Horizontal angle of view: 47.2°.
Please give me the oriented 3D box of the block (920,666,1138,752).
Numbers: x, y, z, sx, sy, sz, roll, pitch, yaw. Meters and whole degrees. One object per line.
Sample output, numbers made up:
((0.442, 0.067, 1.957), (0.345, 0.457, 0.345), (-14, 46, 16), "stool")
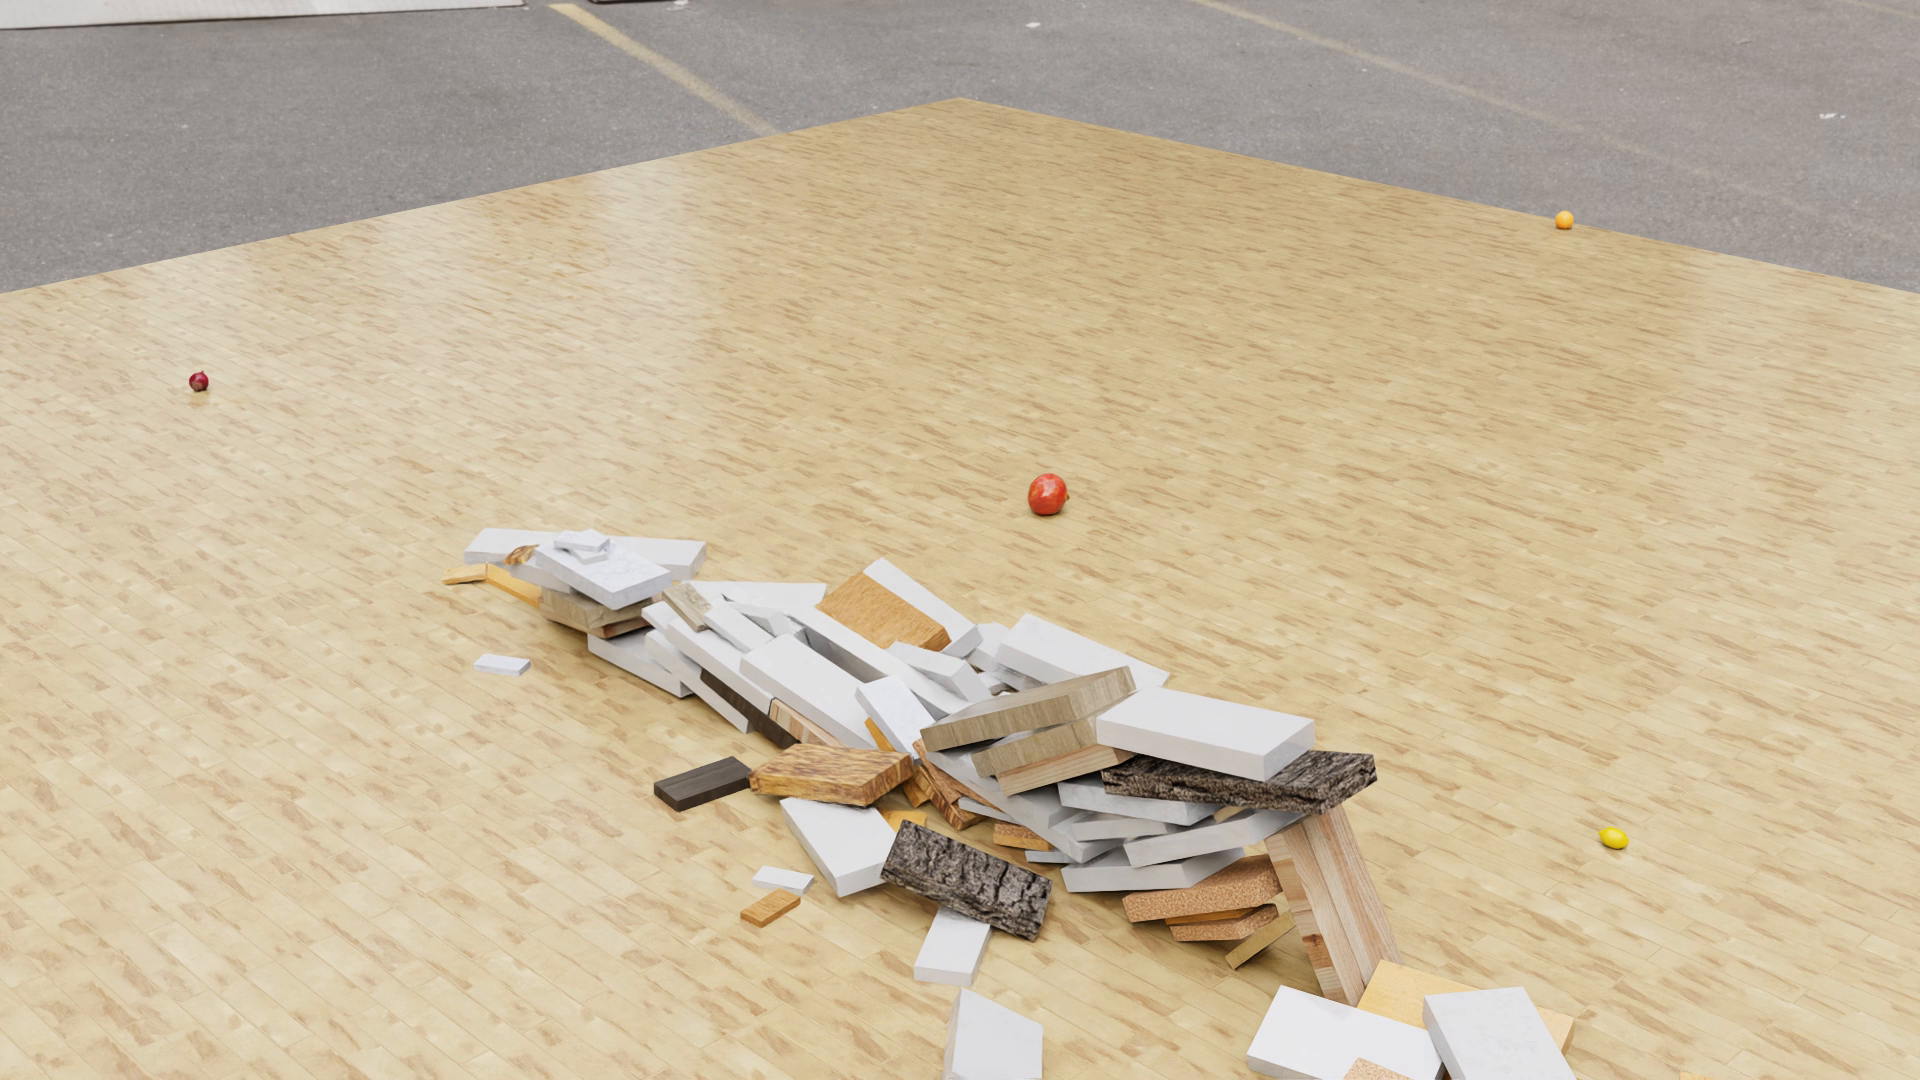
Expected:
((0.126, 0.328, 4.241), (0.171, 0.049, 0.444), (-22, 2, -41), "block")

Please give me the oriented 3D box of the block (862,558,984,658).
((-0.136, 0.188, 5.132), (0.178, 0.050, 0.418), (-38, 38, -15), "block")

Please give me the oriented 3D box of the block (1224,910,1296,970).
((0.562, 0.694, 3.910), (0.098, 0.196, 0.028), (-22, 71, -41), "block")

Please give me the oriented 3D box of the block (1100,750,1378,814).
((0.482, 0.412, 3.854), (0.477, 0.047, 0.166), (-1, 15, 45), "block")

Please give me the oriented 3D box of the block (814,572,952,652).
((-0.193, 0.203, 5.057), (0.174, 0.049, 0.347), (-38, 39, -18), "block")

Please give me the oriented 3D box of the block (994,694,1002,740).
((0.156, 0.404, 4.688), (0.191, 0.095, 0.027), (17, 28, 34), "block")

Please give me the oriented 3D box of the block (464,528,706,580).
((-0.956, 0.036, 5.620), (0.592, 0.044, 0.154), (4, 23, 8), "block")

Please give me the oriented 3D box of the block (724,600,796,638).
((-0.460, 0.217, 4.964), (0.041, 0.143, 0.286), (-34, 20, -28), "block")

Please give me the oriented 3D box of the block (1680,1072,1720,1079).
((1.268, 0.922, 3.551), (0.209, 0.030, 0.104), (8, 24, 18), "block")

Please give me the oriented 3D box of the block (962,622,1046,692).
((0.112, 0.266, 5.037), (0.154, 0.044, 0.309), (-6, 20, -36), "block")

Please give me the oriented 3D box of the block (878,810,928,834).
((-0.131, 0.597, 4.315), (0.104, 0.030, 0.209), (3, 23, 7), "block")

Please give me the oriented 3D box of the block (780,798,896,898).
((-0.224, 0.576, 4.287), (0.153, 0.043, 0.360), (-16, 22, -17), "block")

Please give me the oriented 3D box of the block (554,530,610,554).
((-0.873, 0.003, 5.074), (0.116, 0.016, 0.058), (8, 27, 18), "block")

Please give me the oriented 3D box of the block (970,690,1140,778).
((0.193, 0.365, 4.135), (0.171, 0.049, 0.343), (-22, -1, -42), "block")

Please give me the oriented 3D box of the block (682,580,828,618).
((-0.509, 0.161, 5.316), (0.356, 0.050, 0.178), (1, 23, 3), "block")

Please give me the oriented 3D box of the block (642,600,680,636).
((-0.642, 0.189, 4.931), (0.071, 0.020, 0.141), (-22, 48, -42), "block")

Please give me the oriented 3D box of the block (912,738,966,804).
((-0.028, 0.454, 4.423), (0.072, 0.021, 0.145), (-22, 72, -40), "block")

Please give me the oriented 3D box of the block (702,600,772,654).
((-0.485, 0.195, 4.799), (0.141, 0.020, 0.071), (35, 38, 12), "block")

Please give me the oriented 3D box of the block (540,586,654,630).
((-0.843, 0.135, 5.100), (0.158, 0.045, 0.317), (-16, 16, -26), "block")

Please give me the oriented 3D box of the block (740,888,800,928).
((-0.354, 0.689, 4.118), (0.054, 0.015, 0.107), (17, 29, 35), "block")

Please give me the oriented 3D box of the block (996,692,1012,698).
((0.072, 0.388, 4.757), (0.020, 0.069, 0.139), (11, 25, 24), "block")

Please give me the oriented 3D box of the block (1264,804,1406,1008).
((0.659, 0.643, 3.844), (0.169, 0.337, 0.048), (-22, 0, -41), "block")

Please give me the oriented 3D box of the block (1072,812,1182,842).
((0.333, 0.513, 4.072), (0.121, 0.034, 0.243), (-21, 4, -40), "block")

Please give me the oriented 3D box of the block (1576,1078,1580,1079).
((0.998, 0.931, 3.448), (0.301, 0.043, 0.150), (12, 46, 27), "block")

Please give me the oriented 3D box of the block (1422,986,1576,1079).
((0.870, 0.838, 3.493), (0.169, 0.048, 0.338), (-4, 26, -6), "block")

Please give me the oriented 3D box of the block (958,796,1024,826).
((0.096, 0.527, 4.338), (0.208, 0.021, 0.072), (9, 22, 44), "block")

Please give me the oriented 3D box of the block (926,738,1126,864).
((0.125, 0.491, 4.289), (0.122, 0.034, 0.438), (-20, 36, -39), "block")

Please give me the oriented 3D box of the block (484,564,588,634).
((-0.906, 0.193, 5.287), (0.858, 0.015, 0.054), (21, 31, 41), "block")

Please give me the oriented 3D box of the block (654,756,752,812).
((-0.525, 0.503, 4.540), (0.191, 0.027, 0.095), (-17, 28, -34), "block")

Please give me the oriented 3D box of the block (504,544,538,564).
((-1.058, 0.035, 5.310), (0.054, 0.015, 0.108), (-6, 15, 10), "block")

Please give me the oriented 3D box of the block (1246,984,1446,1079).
((0.644, 0.850, 3.638), (0.301, 0.043, 0.150), (13, 47, 28), "block")

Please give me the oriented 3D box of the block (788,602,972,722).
((-0.160, 0.320, 4.775), (0.049, 0.174, 0.633), (-33, 36, -24), "block")

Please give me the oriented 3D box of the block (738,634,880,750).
((-0.270, 0.336, 4.662), (0.411, 0.041, 0.143), (31, 37, 27), "block")

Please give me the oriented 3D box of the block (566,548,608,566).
((-0.864, 0.024, 5.070), (0.058, 0.016, 0.116), (-15, 29, -28), "block")

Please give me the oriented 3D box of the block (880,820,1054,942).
((0.014, 0.631, 4.087), (0.306, 0.043, 0.153), (22, 24, 2), "block")

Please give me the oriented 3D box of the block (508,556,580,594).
((-0.937, 0.065, 5.245), (0.158, 0.045, 0.317), (-19, 18, -34), "block")

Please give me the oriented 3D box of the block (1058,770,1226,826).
((0.353, 0.454, 4.029), (0.166, 0.047, 0.331), (-20, 13, -38), "block")
